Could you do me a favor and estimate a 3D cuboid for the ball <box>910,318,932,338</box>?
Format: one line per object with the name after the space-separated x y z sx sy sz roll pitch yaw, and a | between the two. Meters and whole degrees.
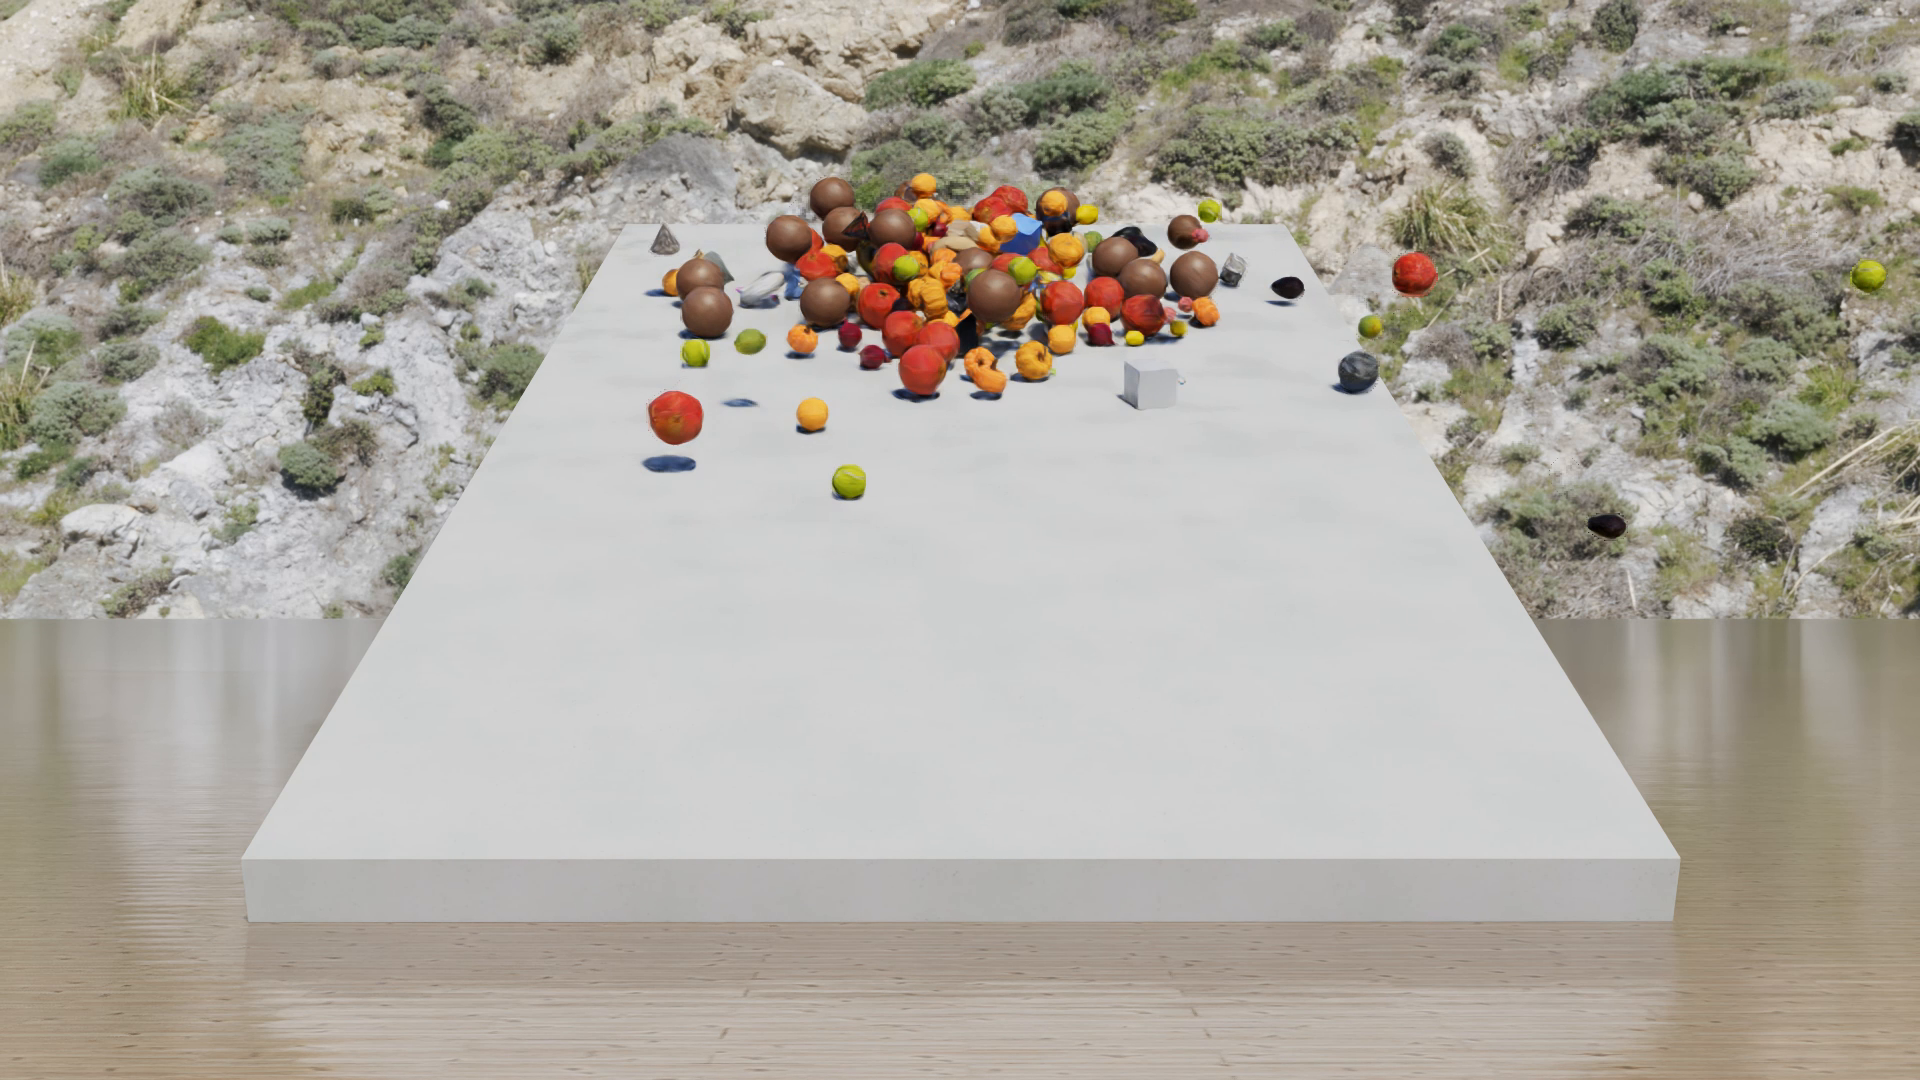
-0.098 -0.530 5.687 0.051 0.051 0.051 0 -2 0 | ball

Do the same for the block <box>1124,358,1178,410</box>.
0.432 -0.355 5.161 0.092 0.092 0.092 -6 21 -16 | block

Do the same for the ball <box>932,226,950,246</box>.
-0.039 -0.854 6.474 0.082 0.082 0.082 0 -2 0 | ball

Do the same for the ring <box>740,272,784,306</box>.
-0.521 -0.662 5.980 0.131 0.044 0.131 -30 13 8 | ring

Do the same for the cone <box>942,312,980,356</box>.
0.018 -0.515 5.527 0.098 0.098 0.098 19 22 -8 | cone

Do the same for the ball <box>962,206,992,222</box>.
0.050 -0.932 6.658 0.090 0.090 0.090 0 -2 0 | ball

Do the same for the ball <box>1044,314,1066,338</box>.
0.238 -0.533 5.684 0.059 0.059 0.059 0 -2 0 | ball

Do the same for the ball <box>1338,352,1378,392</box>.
0.921 -0.390 5.256 0.093 0.093 0.093 0 -2 0 | ball

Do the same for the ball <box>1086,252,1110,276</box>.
0.381 -0.763 6.288 0.067 0.067 0.067 0 -2 0 | ball

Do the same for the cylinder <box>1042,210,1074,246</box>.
0.272 -0.861 6.287 0.076 0.076 0.076 -11 29 6 | cylinder

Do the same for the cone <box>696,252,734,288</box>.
-0.651 -0.725 6.214 0.100 0.100 0.100 -1 -12 39 | cone

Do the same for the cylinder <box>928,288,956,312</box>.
-0.038 -0.606 5.846 0.068 0.068 0.068 21 5 18 | cylinder

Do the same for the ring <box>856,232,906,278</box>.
-0.216 -0.783 6.240 0.141 0.141 0.047 0 38 9 | ring

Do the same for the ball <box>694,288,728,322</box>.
-0.639 -0.602 5.824 0.088 0.088 0.088 0 -2 0 | ball

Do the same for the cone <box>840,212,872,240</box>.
-0.289 -0.837 6.149 0.082 0.082 0.082 -14 -4 8 | cone

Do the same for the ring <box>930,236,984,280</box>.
-0.009 -0.757 6.093 0.149 0.050 0.149 6 -35 4 | ring

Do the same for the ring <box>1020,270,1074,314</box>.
0.228 -0.648 5.938 0.149 0.149 0.050 1 -42 -29 | ring

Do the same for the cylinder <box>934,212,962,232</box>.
-0.035 -0.922 6.674 0.080 0.080 0.080 0 11 0 | cylinder

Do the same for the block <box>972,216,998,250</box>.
0.067 -0.887 6.578 0.068 0.068 0.068 7 25 -15 | block

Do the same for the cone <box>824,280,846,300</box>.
-0.311 -0.639 5.970 0.068 0.068 0.068 -33 9 6 | cone

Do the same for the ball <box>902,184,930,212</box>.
-0.127 -0.973 6.475 0.078 0.078 0.078 0 -2 0 | ball

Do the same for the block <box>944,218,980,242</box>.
0.006 -0.819 6.110 0.057 0.057 0.057 16 -25 41 | block

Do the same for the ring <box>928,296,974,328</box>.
-0.022 -0.577 5.751 0.124 0.041 0.124 -23 -11 -5 | ring

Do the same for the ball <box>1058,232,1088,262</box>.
0.318 -0.824 6.388 0.084 0.084 0.084 0 -2 0 | ball

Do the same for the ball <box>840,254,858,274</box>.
-0.309 -0.767 6.319 0.050 0.050 0.050 0 -2 0 | ball

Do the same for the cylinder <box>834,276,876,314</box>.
-0.271 -0.638 5.918 0.082 0.082 0.082 -1 18 26 | cylinder

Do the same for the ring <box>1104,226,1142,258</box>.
0.466 -0.849 6.472 0.122 0.041 0.122 -27 -17 -9 | ring

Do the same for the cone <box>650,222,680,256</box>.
-0.778 -0.804 5.989 0.079 0.079 0.079 0 42 0 | cone

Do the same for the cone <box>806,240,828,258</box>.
-0.399 -0.821 6.495 0.058 0.058 0.058 20 -10 -25 | cone

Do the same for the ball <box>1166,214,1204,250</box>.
0.609 -0.832 6.150 0.097 0.097 0.097 0 -2 0 | ball

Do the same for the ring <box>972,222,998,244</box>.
0.042 -0.851 6.292 0.127 0.042 0.127 9 19 -3 | ring

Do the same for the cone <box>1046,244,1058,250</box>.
0.295 -0.896 6.610 0.090 0.090 0.090 0 21 0 | cone

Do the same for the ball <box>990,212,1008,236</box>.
0.106 -0.933 6.721 0.070 0.070 0.070 0 -2 0 | ball

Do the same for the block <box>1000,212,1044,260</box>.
0.166 -0.827 6.194 0.082 0.082 0.082 24 43 16 | block

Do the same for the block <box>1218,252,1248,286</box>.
0.743 -0.733 6.173 0.054 0.054 0.054 26 -31 1 | block

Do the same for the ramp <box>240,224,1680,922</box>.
-0.005 -0.211 5.049 2.000 0.100 4.000 0 21 0 | ramp

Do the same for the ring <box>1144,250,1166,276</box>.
0.538 -0.767 6.284 0.027 0.081 0.081 36 -3 -2 | ring

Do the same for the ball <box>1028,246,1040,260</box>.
0.190 -0.837 6.473 0.075 0.075 0.075 0 -2 0 | ball
